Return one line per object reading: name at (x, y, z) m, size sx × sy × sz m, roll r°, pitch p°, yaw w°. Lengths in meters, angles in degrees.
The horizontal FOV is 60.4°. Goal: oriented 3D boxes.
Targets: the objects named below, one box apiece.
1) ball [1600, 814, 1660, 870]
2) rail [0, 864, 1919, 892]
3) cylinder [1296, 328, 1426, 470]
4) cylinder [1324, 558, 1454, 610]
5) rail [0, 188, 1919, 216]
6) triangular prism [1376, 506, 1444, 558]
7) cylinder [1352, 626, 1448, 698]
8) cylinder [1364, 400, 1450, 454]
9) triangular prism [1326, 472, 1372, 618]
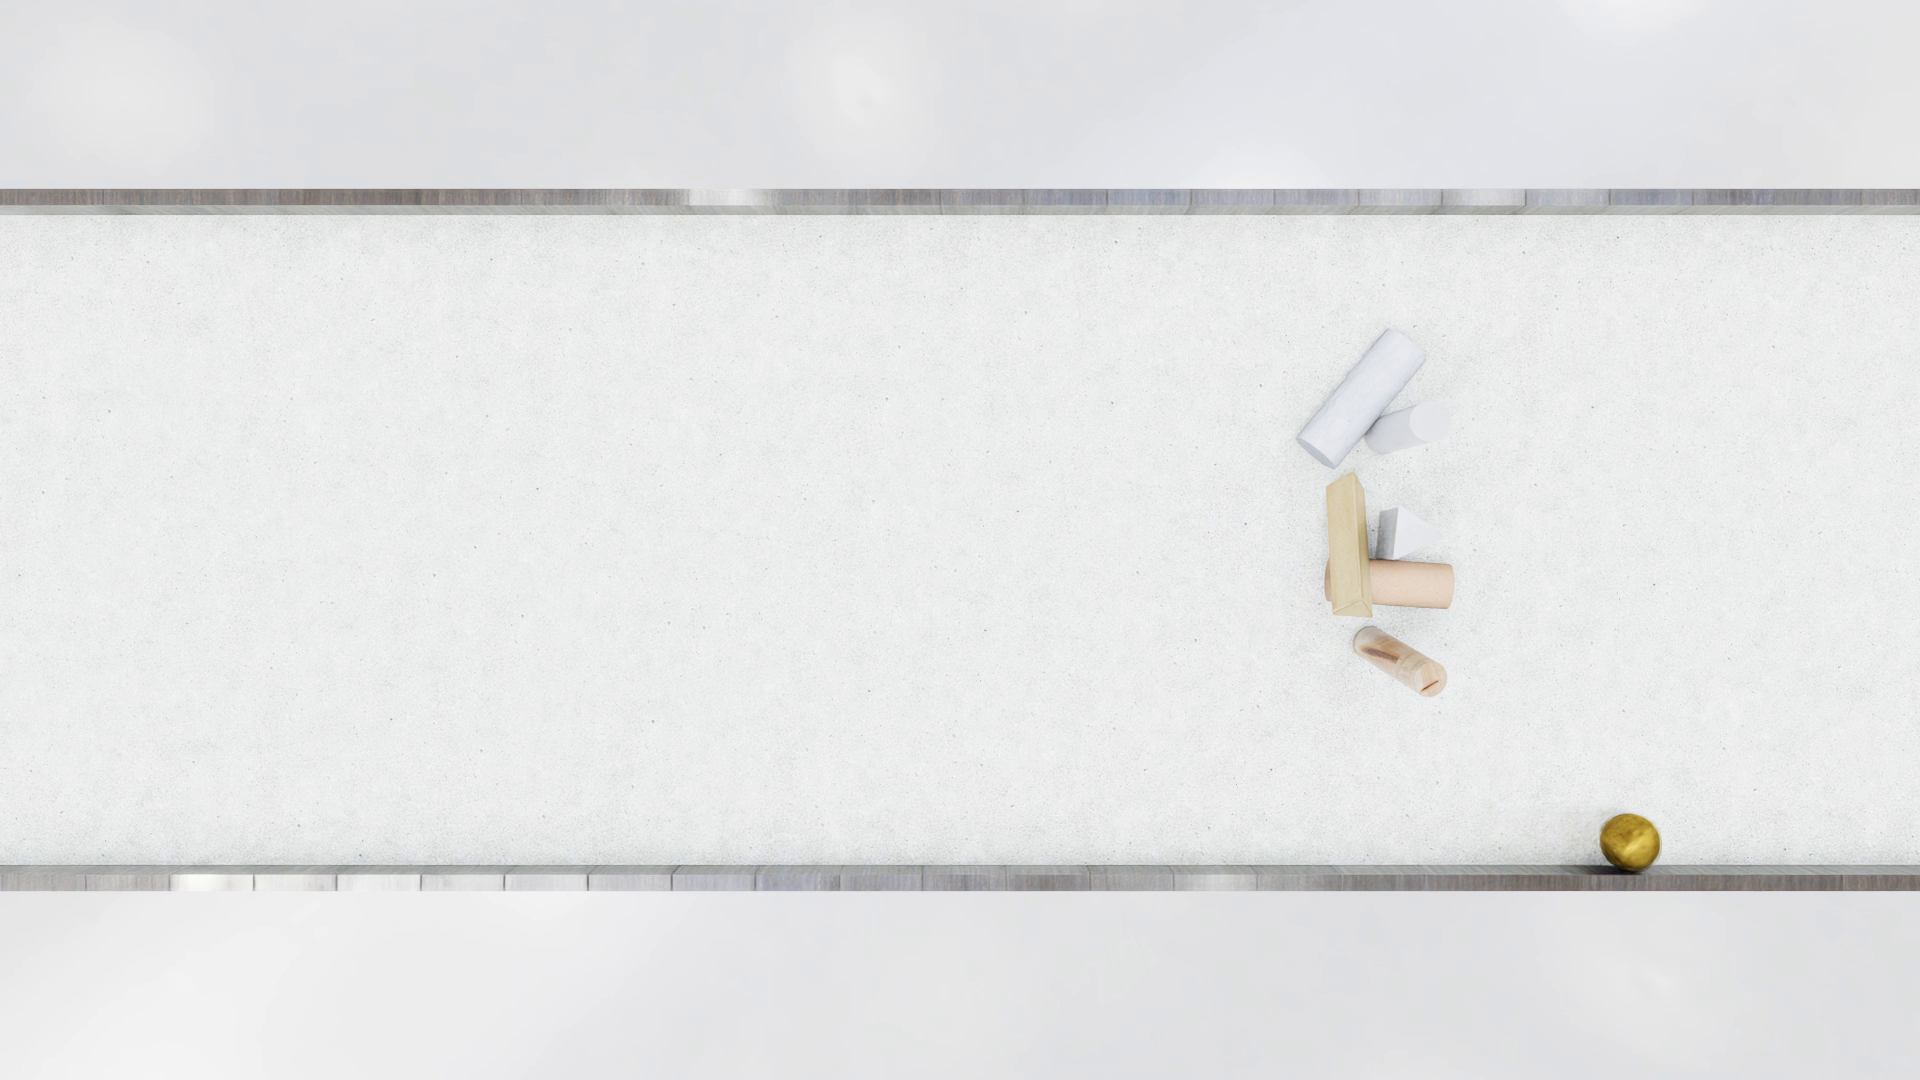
ball at (2.027, 0.914, 4.991) m, size 0.171 × 0.171 × 0.171 m, roll 0°, pitch 90°, yaw 0°
rail at (-2.247, 1.025, 5.001) m, size 12.000 × 0.150 × 0.050 m, roll 0°, pitch 90°, yaw 0°
cylinder at (1.215, -0.427, 5.000) m, size 0.154 × 0.154 × 0.428 m, roll 40°, pitch 90°, yaw 0°
cylinder at (1.301, 0.130, 5.007) m, size 0.359 × 0.138 × 0.138 m, roll 4°, pitch 90°, yaw 0°
rail at (-2.247, -1.025, 5.002) m, size 12.000 × 0.150 × 0.050 m, roll 0°, pitch 90°, yaw 0°
triangular prism at (1.296, -0.034, 4.867) m, size 0.148 × 0.413 × 0.128 m, roll -24°, pitch 86°, yaw 6°
cylinder at (1.295, 0.355, 4.871) m, size 0.105 × 0.398 × 0.105 m, roll -3°, pitch 103°, yaw -12°
cylinder at (1.311, -0.328, 4.856) m, size 0.116 × 0.436 × 0.116 m, roll 0°, pitch 89°, yaw -3°
triangular prism at (1.173, 0.010, 4.928) m, size 0.117 × 0.102 × 0.434 m, roll 4°, pitch 62°, yaw 0°
